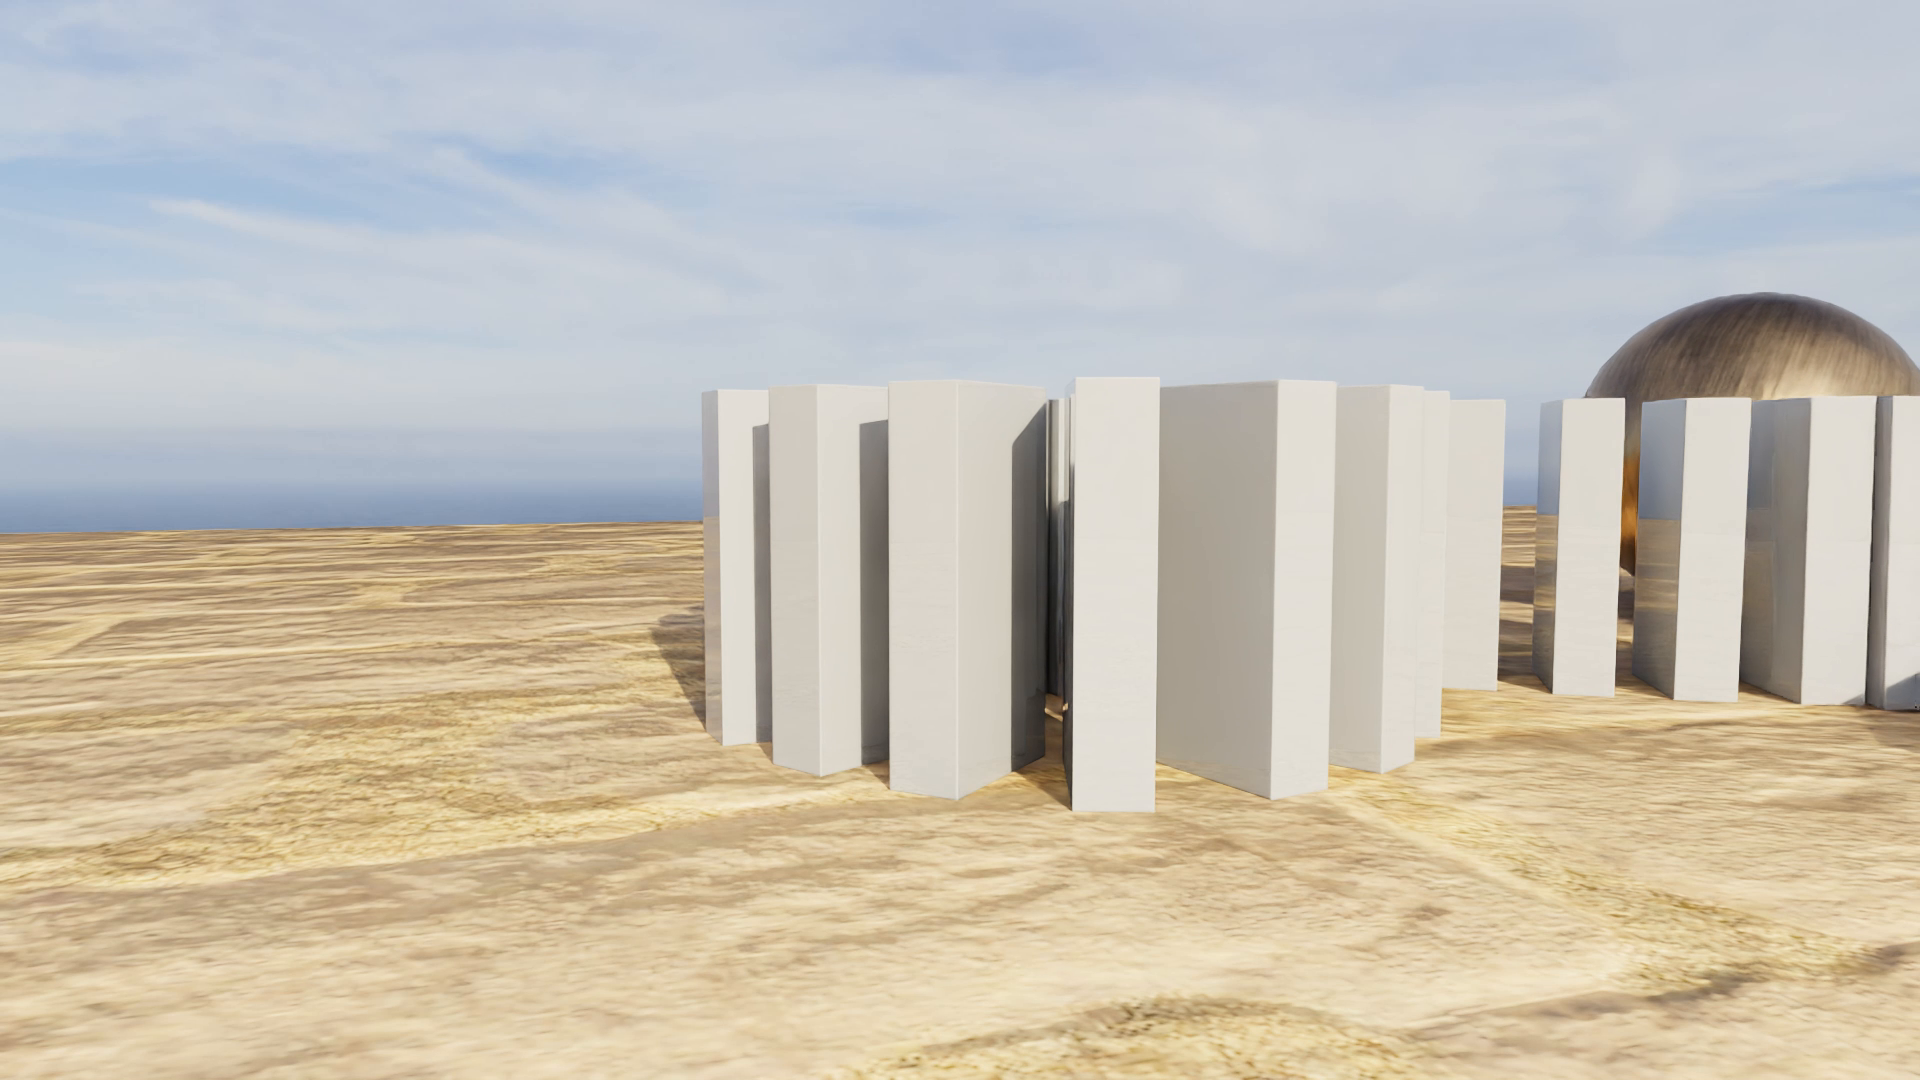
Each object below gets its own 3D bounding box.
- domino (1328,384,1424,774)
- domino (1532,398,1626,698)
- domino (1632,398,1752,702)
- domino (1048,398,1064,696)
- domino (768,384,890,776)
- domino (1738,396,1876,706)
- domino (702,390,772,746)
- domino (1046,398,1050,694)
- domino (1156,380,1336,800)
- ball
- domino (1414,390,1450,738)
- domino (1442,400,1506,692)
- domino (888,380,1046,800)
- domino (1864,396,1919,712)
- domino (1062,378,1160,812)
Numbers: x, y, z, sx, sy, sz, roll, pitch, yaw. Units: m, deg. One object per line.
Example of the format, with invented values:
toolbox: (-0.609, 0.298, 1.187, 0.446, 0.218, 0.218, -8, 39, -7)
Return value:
domino: (0.049, 0.004, 0.176, 0.025, 0.050, 0.009, 4, 6, 44)
domino: (0.109, 0.001, 0.227, 0.009, 0.050, 0.025, 1, 4, 16)
domino: (0.126, 0.001, 0.222, 0.009, 0.050, 0.025, 1, 4, 13)
domino: (0.015, 0.000, 0.228, 0.009, 0.050, 0.025, -2, 5, -27)
domino: (-0.013, 0.004, 0.175, 0.009, 0.050, 0.025, 4, 6, 42)
domino: (0.143, 0.001, 0.219, 0.009, 0.050, 0.025, 0, 4, 8)
domino: (-0.024, 0.003, 0.188, 0.025, 0.050, 0.009, -2, 5, -25)
domino: (0.002, 0.001, 0.217, 0.025, 0.050, 0.009, 2, 5, 21)
domino: (0.035, 0.005, 0.165, 0.009, 0.050, 0.025, -3, 5, -31)
ball: (0.198, -0.022, 0.323, 0.080, 0.080, 0.080, 0, 4, 0)
domino: (0.058, 0.003, 0.190, 0.025, 0.050, 0.010, 1, 4, 10)
domino: (0.092, 0.000, 0.232, 0.009, 0.050, 0.025, 1, 5, 19)
domino: (0.001, 0.005, 0.165, 0.009, 0.050, 0.025, 2, 5, 28)
domino: (0.153, 0.001, 0.215, 0.010, 0.050, 0.025, -1, 4, 6)
domino: (0.018, 0.006, 0.159, 0.009, 0.050, 0.025, 0, 4, 2)
